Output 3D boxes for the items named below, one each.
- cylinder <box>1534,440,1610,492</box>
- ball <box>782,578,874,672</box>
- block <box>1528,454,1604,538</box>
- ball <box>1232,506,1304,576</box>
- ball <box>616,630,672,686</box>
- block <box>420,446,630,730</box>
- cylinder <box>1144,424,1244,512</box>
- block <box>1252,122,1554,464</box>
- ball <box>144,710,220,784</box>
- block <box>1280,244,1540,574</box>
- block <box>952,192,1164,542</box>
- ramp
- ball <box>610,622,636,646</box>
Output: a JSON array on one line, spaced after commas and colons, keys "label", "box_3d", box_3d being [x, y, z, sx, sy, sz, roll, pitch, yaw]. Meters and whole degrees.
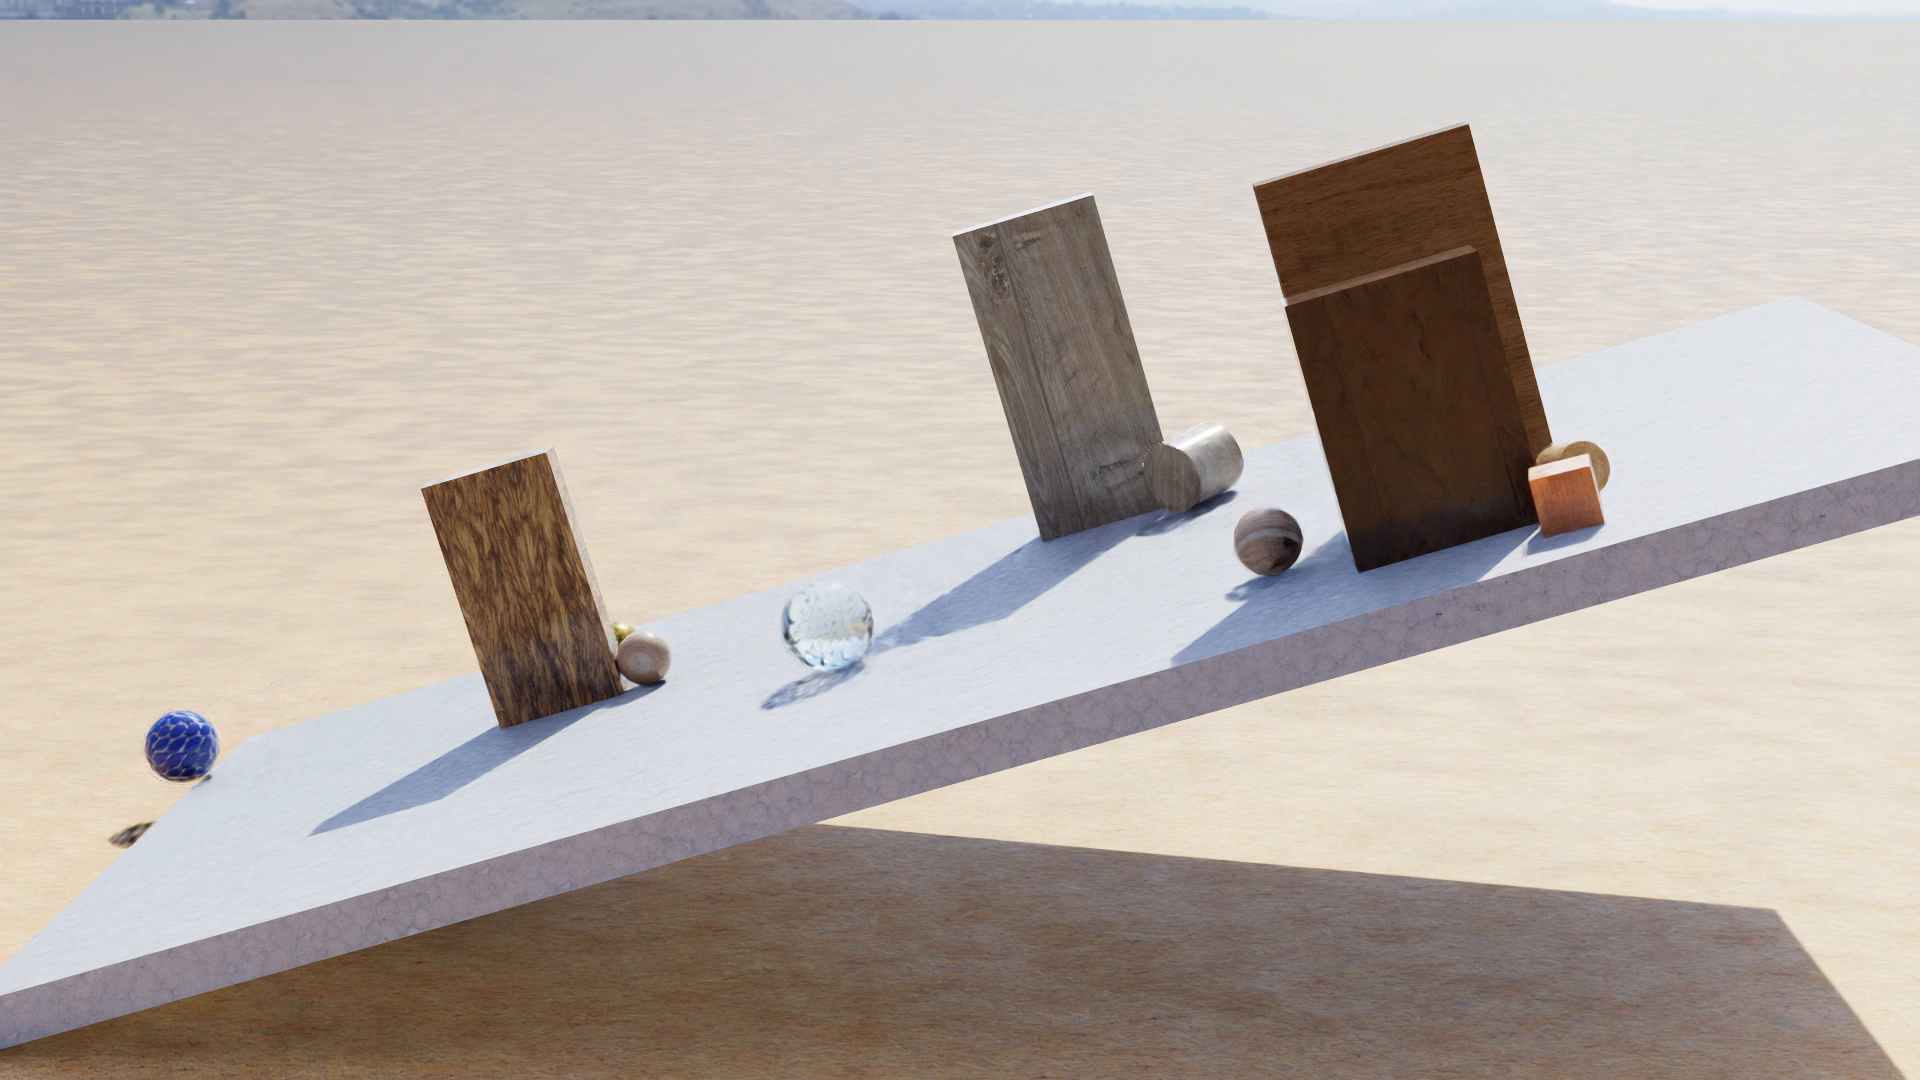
[{"label": "cylinder", "box_3d": [1.159, -0.132, 5.573, 0.106, 0.106, 0.106, -3, -2, -14]}, {"label": "ball", "box_3d": [-0.276, 0.176, 6.128, 0.193, 0.193, 0.193, 0, 11, 0]}, {"label": "block", "box_3d": [1.125, -0.082, 5.456, 0.113, 0.113, 0.113, -14, 10, 14]}, {"label": "ball", "box_3d": [0.606, 0.001, 5.788, 0.138, 0.138, 0.138, 0, 11, 0]}, {"label": "ball", "box_3d": [-0.705, 0.263, 6.570, 0.123, 0.123, 0.123, 0, 11, 0]}, {"label": "block", "box_3d": [-0.967, 0.106, 6.566, 0.292, 0.569, 0.096, -16, 10, 5]}, {"label": "cylinder", "box_3d": [0.536, -0.165, 6.745, 0.162, 0.162, 0.162, 10, 25, 41]}, {"label": "block", "box_3d": [0.898, -0.424, 5.916, 0.436, 0.730, 0.088, -16, 10, 5]}, {"label": "ball", "box_3d": [-1.868, 0.496, 7.063, 0.175, 0.175, 0.175, 0, 11, 0]}, {"label": "block", "box_3d": [0.863, -0.249, 5.598, 0.373, 0.530, 0.127, -16, 10, 5]}, {"label": "block", "box_3d": [0.250, -0.402, 6.839, 0.336, 0.743, 0.118, -16, 10, 5]}, {"label": "ramp", "box_3d": [0.091, 0.187, 6.320, 4.000, 0.100, 2.000, -16, 10, 5]}, {"label": "ball", "box_3d": [-0.796, 0.248, 6.823, 0.116, 0.116, 0.116, 0, 11, 0]}]
